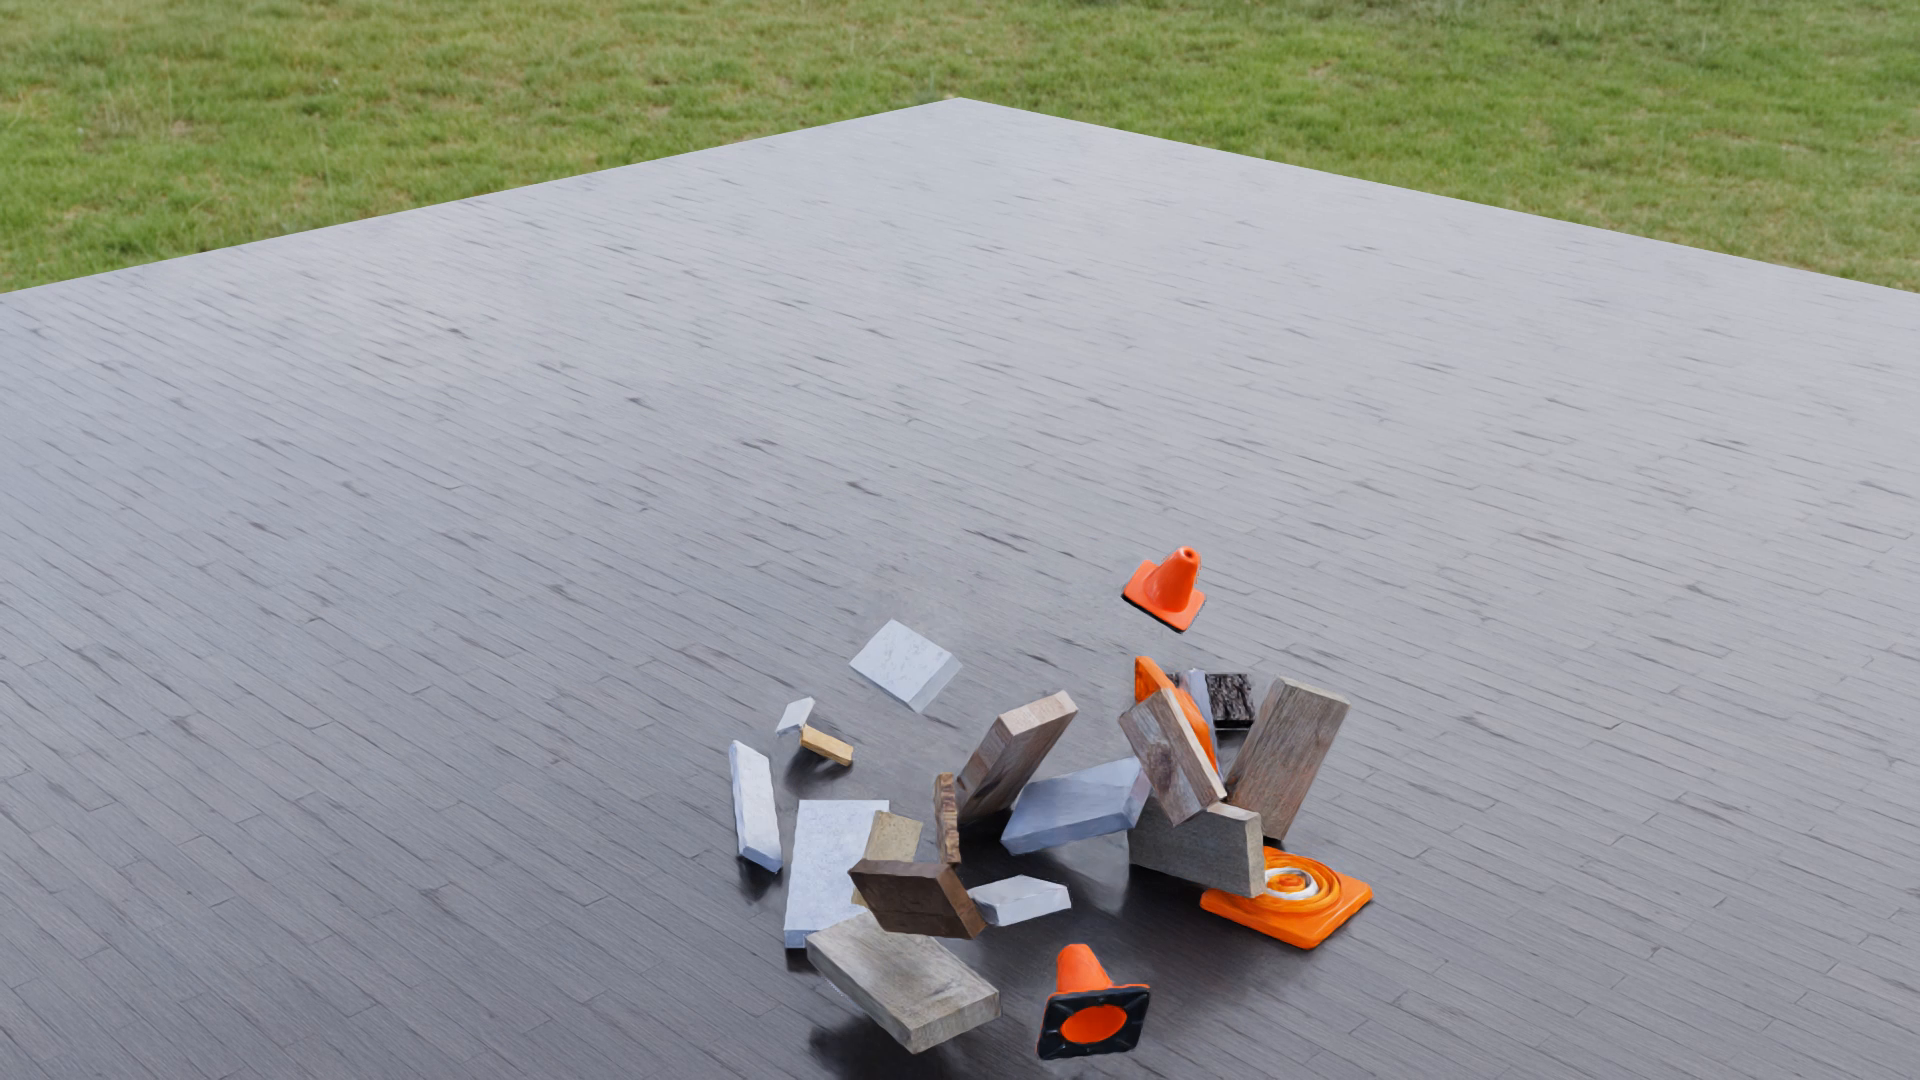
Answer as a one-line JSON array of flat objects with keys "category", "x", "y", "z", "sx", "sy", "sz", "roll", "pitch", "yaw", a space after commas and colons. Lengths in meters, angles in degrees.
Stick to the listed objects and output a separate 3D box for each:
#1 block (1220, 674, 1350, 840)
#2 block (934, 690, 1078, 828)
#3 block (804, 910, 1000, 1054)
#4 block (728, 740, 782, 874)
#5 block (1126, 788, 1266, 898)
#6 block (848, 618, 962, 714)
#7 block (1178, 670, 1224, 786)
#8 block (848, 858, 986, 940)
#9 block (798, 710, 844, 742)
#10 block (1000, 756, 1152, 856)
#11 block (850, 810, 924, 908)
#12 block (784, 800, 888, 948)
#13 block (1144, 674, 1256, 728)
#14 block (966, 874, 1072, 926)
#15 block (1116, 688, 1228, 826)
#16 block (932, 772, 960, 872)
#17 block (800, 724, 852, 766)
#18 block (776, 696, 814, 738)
[{"category": "block", "x": 0.627, "y": 0.428, "z": 4.309, "sx": 0.154, "sy": 0.308, "sz": 0.044, "roll": 19, "pitch": 13, "yaw": -23}, {"category": "block", "x": 0.088, "y": 0.437, "z": 4.320, "sx": 0.172, "sy": 0.345, "sz": 0.049, "roll": -17, "pitch": 61, "yaw": -38}, {"category": "block", "x": -0.101, "y": 0.740, "z": 3.738, "sx": 0.172, "sy": 0.049, "sz": 0.345, "roll": -18, "pitch": 27, "yaw": -29}, {"category": "block", "x": -0.413, "y": 0.531, "z": 4.422, "sx": 0.084, "sy": 0.024, "sz": 0.430, "roll": 32, "pitch": 14, "yaw": -20}, {"category": "block", "x": 0.442, "y": 0.565, "z": 4.160, "sx": 0.044, "sy": 0.154, "sz": 0.308, "roll": -18, "pitch": 18, "yaw": -39}, {"category": "block", "x": -0.109, "y": 0.245, "z": 4.303, "sx": 0.127, "sy": 0.036, "sz": 0.255, "roll": -47, "pitch": 31, "yaw": -10}, {"category": "block", "x": 0.477, "y": 0.373, "z": 4.357, "sx": 0.033, "sy": 0.231, "sz": 0.116, "roll": -10, "pitch": -2, "yaw": -5}, {"category": "block", "x": -0.074, "y": 0.598, "z": 3.668, "sx": 0.036, "sy": 0.127, "sz": 0.255, "roll": -40, "pitch": 19, "yaw": -33}, {"category": "block", "x": -0.307, "y": 0.412, "z": 4.725, "sx": 0.057, "sy": 0.016, "sz": 0.114, "roll": -21, "pitch": 49, "yaw": -40}, {"category": "block", "x": 0.229, "y": 0.513, "z": 4.251, "sx": 0.308, "sy": 0.044, "sz": 0.154, "roll": -20, "pitch": 29, "yaw": 39}, {"category": "block", "x": -0.128, "y": 0.565, "z": 3.854, "sx": 0.084, "sy": 0.167, "sz": 0.024, "roll": 19, "pitch": -8, "yaw": -22}, {"category": "block", "x": -0.228, "y": 0.624, "z": 4.131, "sx": 0.172, "sy": 0.049, "sz": 0.345, "roll": 1, "pitch": 36, "yaw": 1}, {"category": "block", "x": 0.523, "y": 0.352, "z": 4.805, "sx": 0.231, "sy": 0.033, "sz": 0.116, "roll": 0, "pitch": 58, "yaw": -1}, {"category": "block", "x": 0.089, "y": 0.620, "z": 3.789, "sx": 0.127, "sy": 0.036, "sz": 0.255, "roll": -13, "pitch": -1, "yaw": -16}, {"category": "block", "x": 0.396, "y": 0.405, "z": 4.106, "sx": 0.033, "sy": 0.116, "sz": 0.231, "roll": -3, "pitch": 60, "yaw": -53}, {"category": "block", "x": -0.025, "y": 0.519, "z": 4.020, "sx": 0.024, "sy": 0.084, "sz": 0.167, "roll": -1, "pitch": 67, "yaw": -11}, {"category": "block", "x": -0.283, "y": 0.434, "z": 4.643, "sx": 0.114, "sy": 0.016, "sz": 0.057, "roll": 26, "pitch": 25, "yaw": -12}, {"category": "block", "x": -0.352, "y": 0.377, "z": 4.695, "sx": 0.057, "sy": 0.016, "sz": 0.114, "roll": -20, "pitch": 21, "yaw": 20}]
